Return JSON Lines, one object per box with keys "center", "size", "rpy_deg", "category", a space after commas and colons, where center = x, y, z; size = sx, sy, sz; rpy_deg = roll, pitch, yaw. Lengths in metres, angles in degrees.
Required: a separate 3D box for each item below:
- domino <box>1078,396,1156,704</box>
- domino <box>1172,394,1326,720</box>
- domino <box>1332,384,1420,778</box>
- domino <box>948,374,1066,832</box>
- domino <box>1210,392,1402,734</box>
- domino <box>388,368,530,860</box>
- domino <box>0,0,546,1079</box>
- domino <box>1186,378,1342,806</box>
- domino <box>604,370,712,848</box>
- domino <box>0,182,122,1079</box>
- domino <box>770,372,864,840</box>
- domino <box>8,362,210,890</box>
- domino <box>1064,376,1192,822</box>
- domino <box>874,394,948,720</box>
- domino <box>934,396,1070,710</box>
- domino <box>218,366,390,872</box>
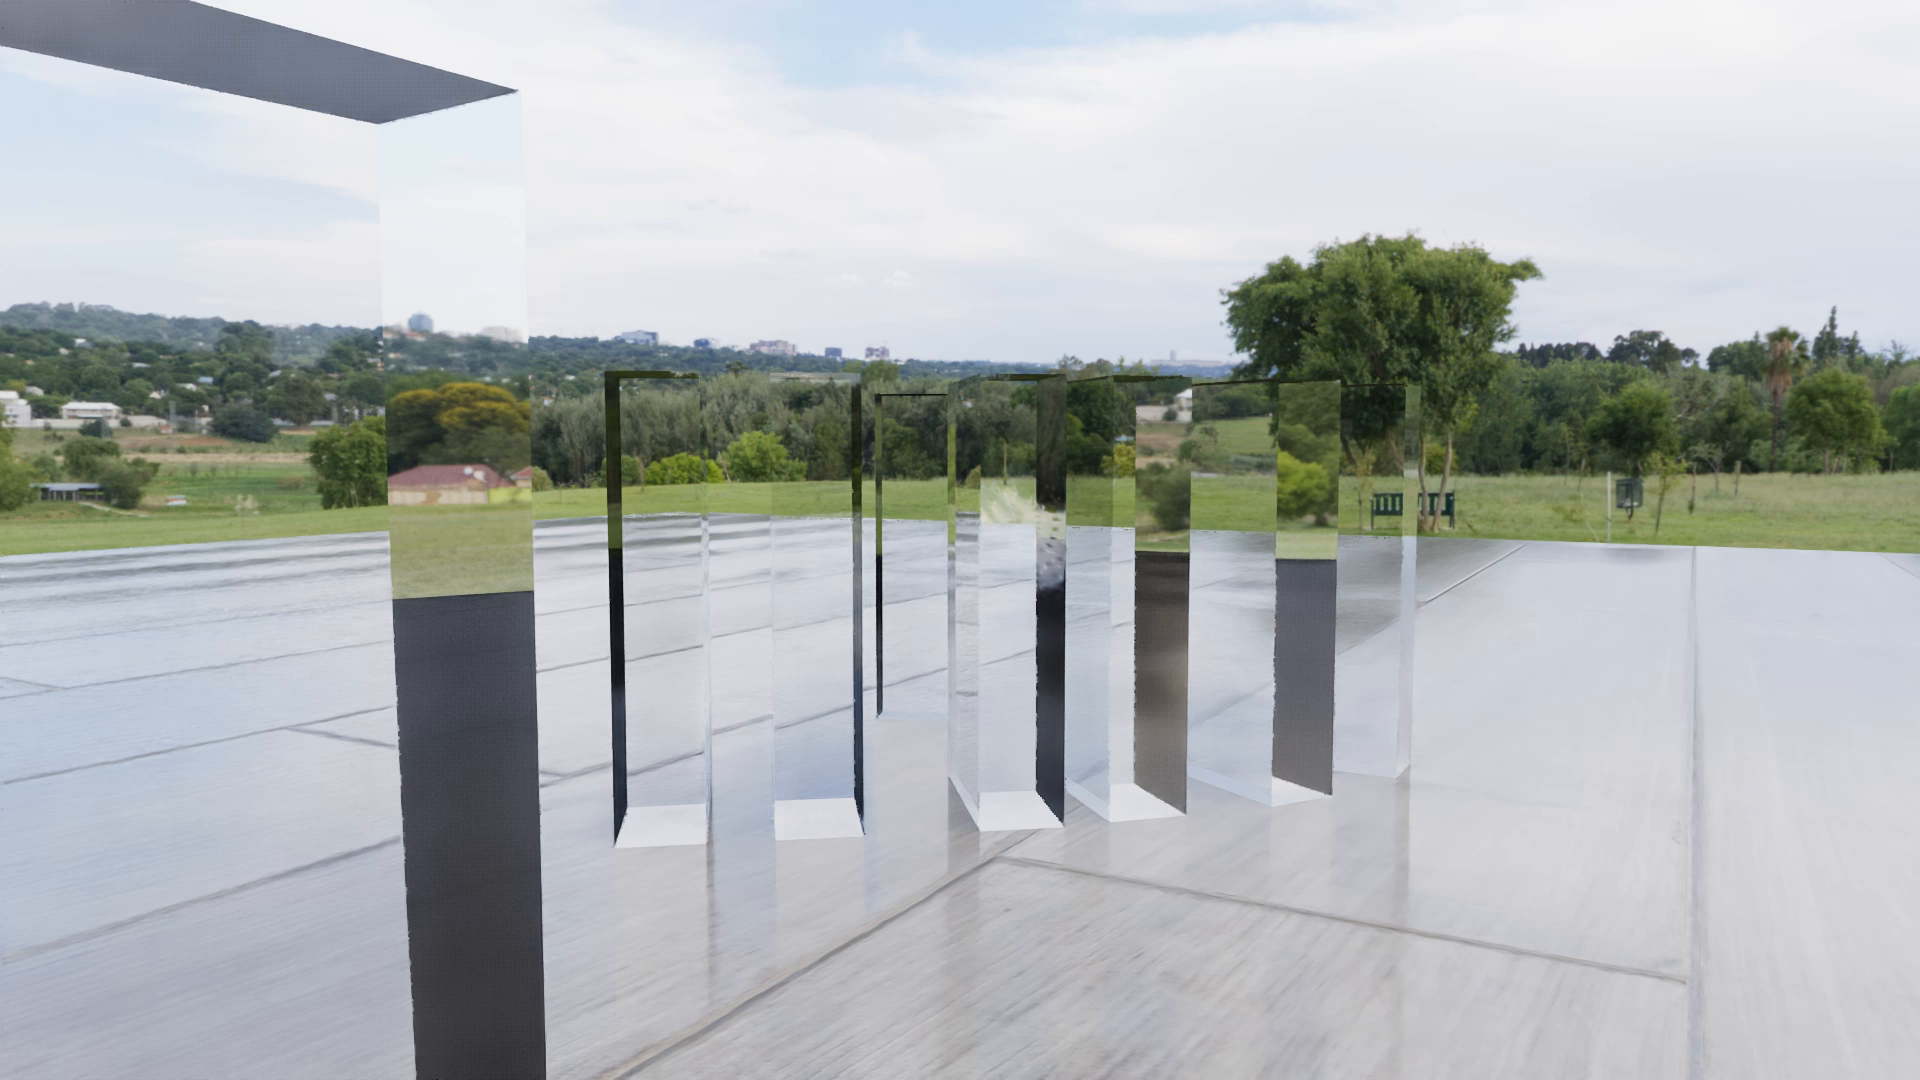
{"center": [0.027, 0.001, 0.221], "size": [0.010, 0.050, 0.025], "rpy_deg": [1, 4, 15], "category": "domino"}
{"center": [0.047, 0.002, 0.208], "size": [0.025, 0.050, 0.009], "rpy_deg": [-3, 5, -36], "category": "domino"}
{"center": [0.047, 0.005, 0.172], "size": [0.025, 0.050, 0.009], "rpy_deg": [2, 5, 30], "category": "domino"}
{"center": [0.005, 0.006, 0.152], "size": [0.009, 0.050, 0.025], "rpy_deg": [-1, 4, -9], "category": "domino"}
{"center": [0.051, 0.003, 0.192], "size": [0.025, 0.050, 0.009], "rpy_deg": [0, 4, 0], "category": "domino"}
{"center": [-0.055, 0.007, 0.142], "size": [0.009, 0.050, 0.025], "rpy_deg": [-1, 4, -12], "category": "domino"}
{"center": [-0.020, 0.016, 0.021], "size": [0.009, 0.050, 0.025], "rpy_deg": [3, 5, 33], "category": "domino"}
{"center": [0.035, 0.005, 0.162], "size": [0.009, 0.050, 0.025], "rpy_deg": [-2, 5, -28], "category": "domino"}
{"center": [-0.034, 0.007, 0.146], "size": [0.009, 0.050, 0.025], "rpy_deg": [-1, 4, -9], "category": "domino"}
{"center": [-0.037, 0.015, 0.032], "size": [0.010, 0.050, 0.025], "rpy_deg": [3, 5, 33], "category": "domino"}
{"center": [-0.017, 0.006, 0.149], "size": [0.009, 0.050, 0.025], "rpy_deg": [-1, 4, -9], "category": "domino"}
{"center": [-0.088, 0.007, 0.134], "size": [0.009, 0.050, 0.025], "rpy_deg": [-1, 5, -18], "category": "domino"}
{"center": [0.018, 0.006, 0.156], "size": [0.009, 0.050, 0.025], "rpy_deg": [-1, 4, -17], "category": "domino"}
{"center": [0.000, 0.003, 0.200], "size": [0.025, 0.050, 0.009], "rpy_deg": [0, 4, 6], "category": "domino"}
{"center": [0.007, 0.001, 0.217], "size": [0.009, 0.050, 0.025], "rpy_deg": [-3, 5, -37], "category": "domino"}
{"center": [-0.070, 0.007, 0.139], "size": [0.009, 0.050, 0.025], "rpy_deg": [-1, 4, -14], "category": "domino"}
